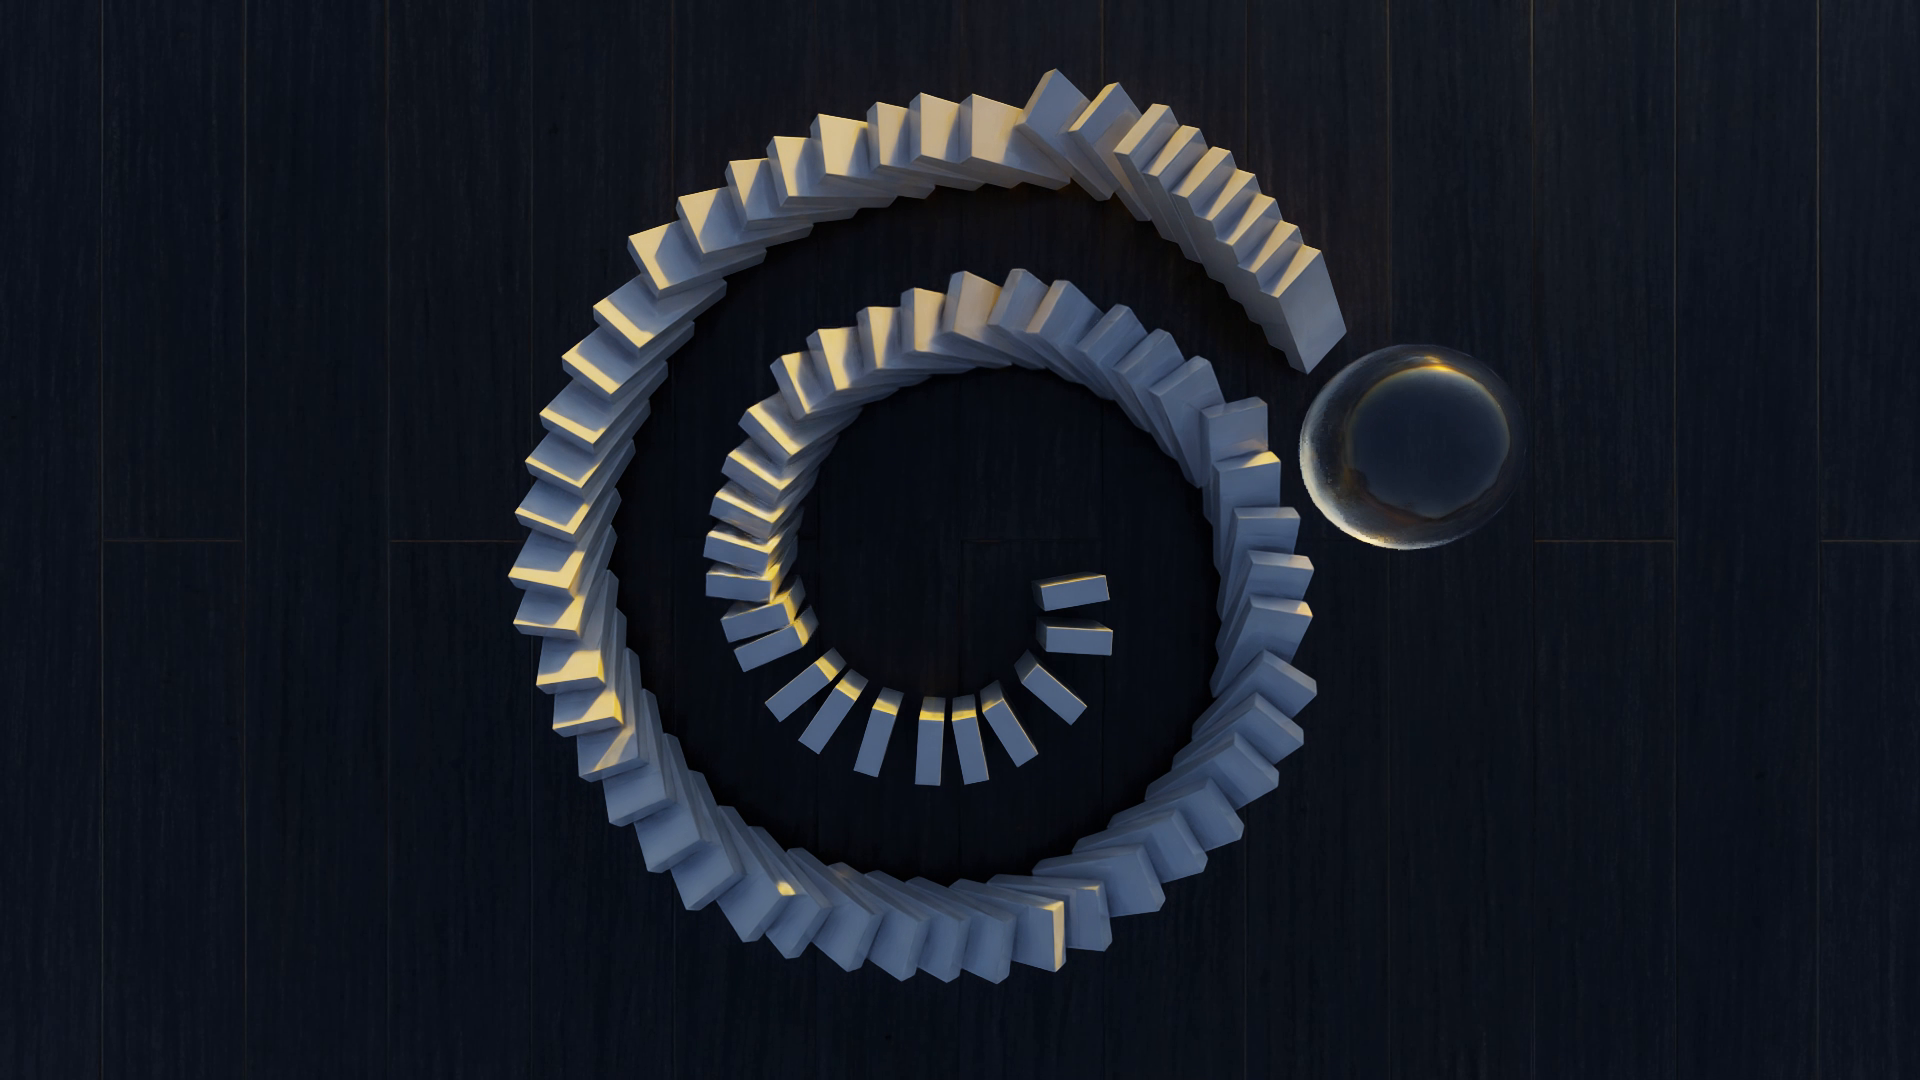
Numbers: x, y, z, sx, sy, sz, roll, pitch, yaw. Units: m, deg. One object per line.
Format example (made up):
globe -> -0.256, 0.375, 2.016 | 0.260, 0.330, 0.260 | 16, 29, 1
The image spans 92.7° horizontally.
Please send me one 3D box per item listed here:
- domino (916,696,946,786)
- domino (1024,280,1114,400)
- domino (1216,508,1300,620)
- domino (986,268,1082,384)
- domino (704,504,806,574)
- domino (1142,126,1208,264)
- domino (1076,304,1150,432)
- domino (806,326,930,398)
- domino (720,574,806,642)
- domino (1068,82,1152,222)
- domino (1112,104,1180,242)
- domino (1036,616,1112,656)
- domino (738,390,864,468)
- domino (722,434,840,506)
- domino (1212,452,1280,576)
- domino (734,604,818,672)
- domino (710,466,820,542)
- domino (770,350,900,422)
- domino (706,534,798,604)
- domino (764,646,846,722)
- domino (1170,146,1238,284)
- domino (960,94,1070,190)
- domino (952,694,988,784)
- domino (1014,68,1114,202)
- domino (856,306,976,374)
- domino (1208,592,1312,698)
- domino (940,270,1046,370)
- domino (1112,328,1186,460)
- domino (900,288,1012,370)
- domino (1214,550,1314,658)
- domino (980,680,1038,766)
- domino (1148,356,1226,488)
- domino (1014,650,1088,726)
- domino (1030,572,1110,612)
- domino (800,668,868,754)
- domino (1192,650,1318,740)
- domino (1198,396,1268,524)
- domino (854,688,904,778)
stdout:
domino -> -0.012, 0.081, 0.375 | 0.009, 0.050, 0.025 | 3, 90, 0
domino -> 0.052, -0.082, 0.381 | 0.050, 0.010, 0.025 | 33, 85, -34
domino -> 0.124, 0.011, 0.384 | 0.025, 0.009, 0.050 | 0, 120, 0
domino -> 0.036, -0.088, 0.381 | 0.050, 0.010, 0.025 | 26, 87, -34
domino -> -0.083, -0.004, 0.375 | 0.025, 0.050, 0.010 | 17, 114, 0
domino -> 0.096, -0.142, 0.379 | 0.025, 0.009, 0.050 | -48, 135, 0
domino -> 0.072, -0.071, 0.382 | 0.025, 0.009, 0.050 | -47, 123, 0
domino -> -0.037, -0.075, 0.380 | 0.050, 0.010, 0.025 | -17, 90, -41
domino -> -0.079, 0.027, 0.375 | 0.025, 0.050, 0.010 | -16, 101, 0
domino -> 0.071, -0.161, 0.384 | 0.050, 0.009, 0.025 | 40, 90, -29
domino -> 0.085, -0.151, 0.379 | 0.025, 0.010, 0.050 | -50, 134, 0
domino -> 0.046, 0.039, 0.375 | 0.025, 0.050, 0.009 | 3, 90, 0
domino -> -0.065, -0.051, 0.379 | 0.025, 0.050, 0.009 | 46, 133, 0
domino -> -0.073, -0.036, 0.378 | 0.025, 0.050, 0.009 | 34, 129, 0
domino -> 0.120, -0.010, 0.383 | 0.025, 0.009, 0.050 | -10, 120, 0
domino -> -0.074, 0.039, 0.375 | 0.025, 0.050, 0.009 | -23, 96, 0
domino -> -0.079, -0.021, 0.377 | 0.025, 0.050, 0.010 | 26, 124, 0
domino -> -0.051, -0.067, 0.380 | 0.050, 0.010, 0.025 | -24, 90, -41
domino -> -0.084, 0.010, 0.375 | 0.025, 0.050, 0.009 | 7, 111, 0
domino -> -0.062, 0.058, 0.375 | 0.025, 0.050, 0.009 | -39, 90, 0
domino -> 0.107, -0.133, 0.379 | 0.025, 0.050, 0.009 | -47, 46, 0
domino -> 0.024, -0.165, 0.383 | 0.050, 0.010, 0.025 | 1, 90, -32
domino -> 0.004, 0.080, 0.375 | 0.010, 0.050, 0.025 | -11, 90, 0
domino -> 0.049, -0.169, 0.384 | 0.050, 0.010, 0.025 | 30, 90, -29
domino -> -0.018, -0.083, 0.381 | 0.050, 0.009, 0.025 | -8, 90, -36
domino -> 0.124, 0.046, 0.382 | 0.025, 0.009, 0.050 | 9, 123, -3
domino -> 0.016, -0.090, 0.381 | 0.050, 0.010, 0.025 | 13, 86, -36
domino -> 0.086, -0.060, 0.382 | 0.025, 0.010, 0.050 | -42, 124, -1
domino -> -0.001, -0.087, 0.381 | 0.050, 0.009, 0.025 | 0, 88, -37
domino -> 0.126, 0.029, 0.382 | 0.025, 0.009, 0.050 | 6, 123, -3
domino -> 0.019, 0.074, 0.375 | 0.010, 0.050, 0.025 | -32, 90, 0
domino -> 0.099, -0.049, 0.382 | 0.025, 0.010, 0.050 | -35, 123, -3
domino -> 0.036, 0.059, 0.375 | 0.025, 0.050, 0.009 | 41, 90, 0
domino -> 0.044, 0.020, 0.375 | 0.025, 0.050, 0.010 | -10, 90, 0
domino -> -0.051, 0.069, 0.375 | 0.009, 0.050, 0.025 | 35, 90, 0
domino -> 0.122, 0.071, 0.383 | 0.025, 0.009, 0.050 | 32, 121, 0
domino -> 0.114, -0.032, 0.382 | 0.025, 0.009, 0.050 | -14, 120, -4
domino -> -0.033, 0.077, 0.375 | 0.009, 0.050, 0.025 | 17, 90, 0
